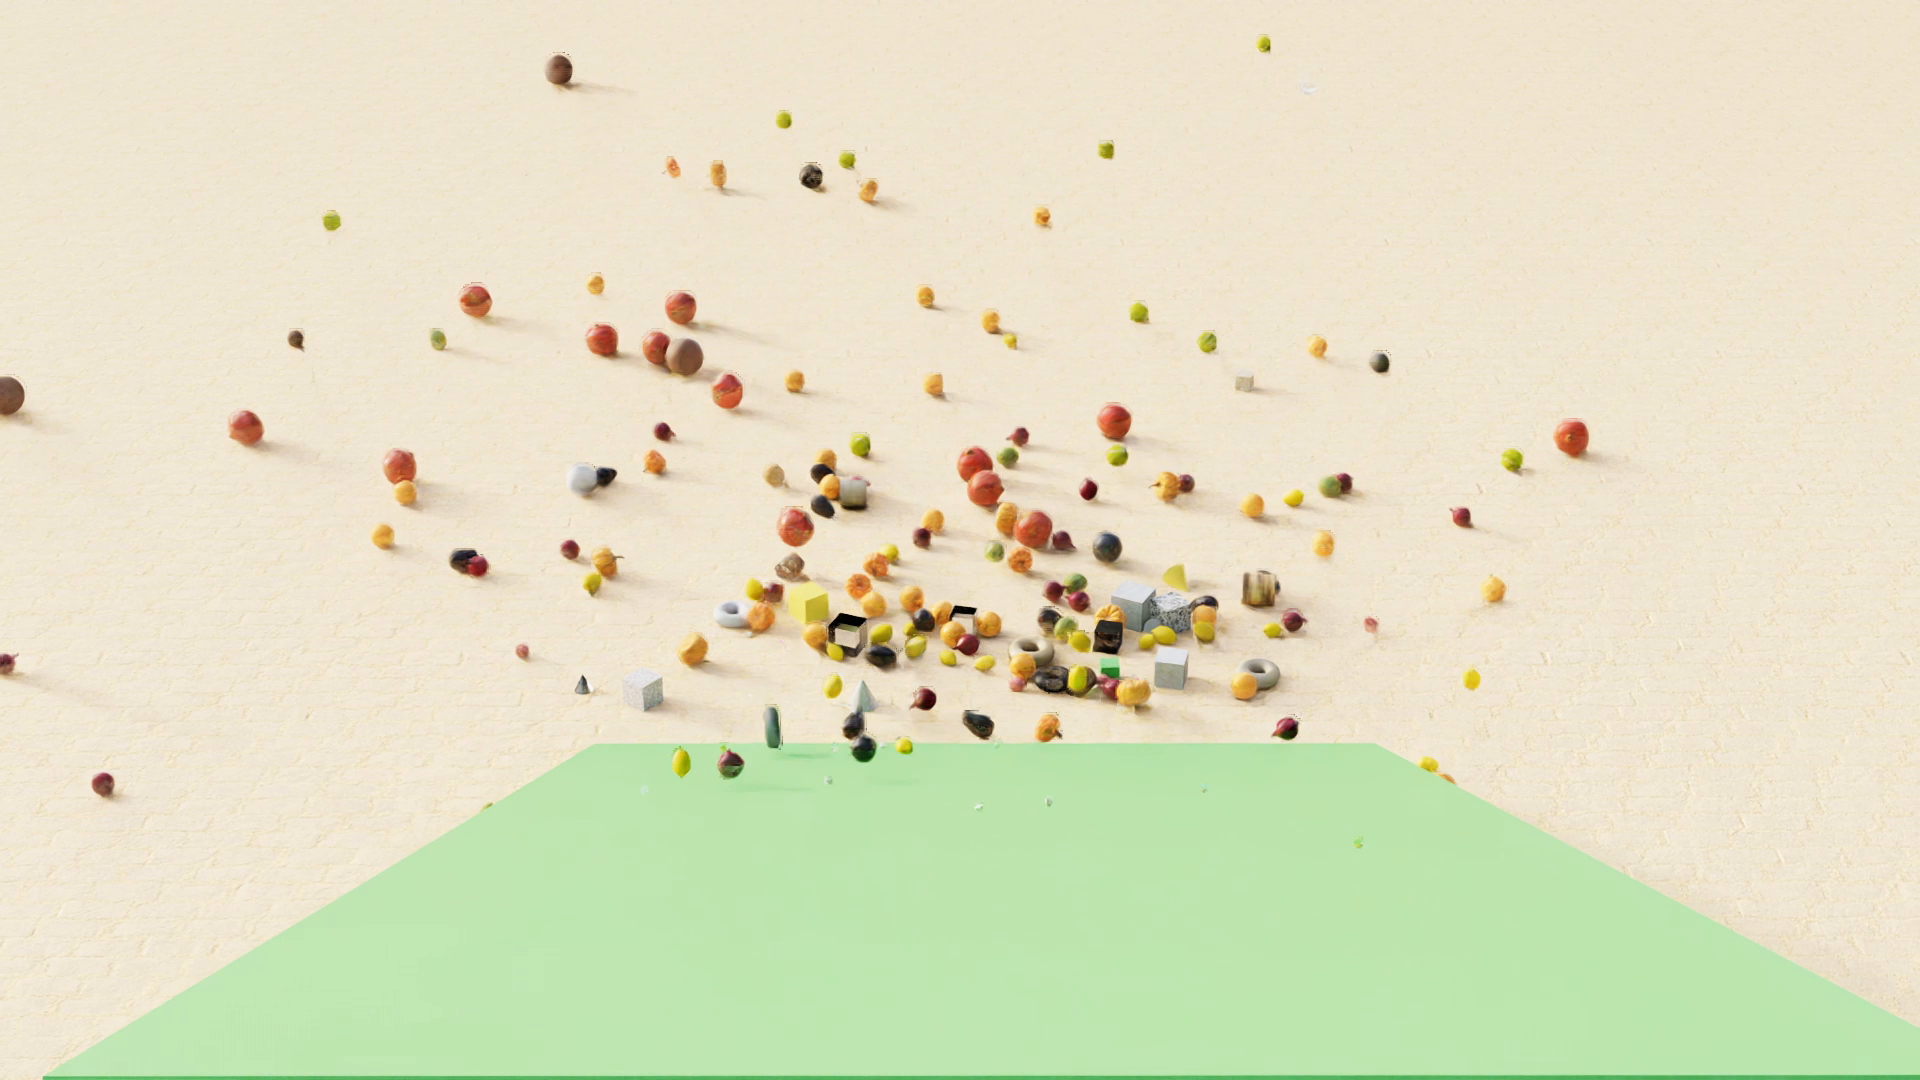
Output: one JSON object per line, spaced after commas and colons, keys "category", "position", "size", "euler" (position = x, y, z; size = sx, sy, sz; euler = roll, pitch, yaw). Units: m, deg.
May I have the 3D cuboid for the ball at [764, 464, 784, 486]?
{"category": "ball", "position": [-0.579, -0.201, 8.047], "size": [0.066, 0.066, 0.066], "euler": [0, 29, 0]}

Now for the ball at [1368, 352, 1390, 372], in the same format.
{"category": "ball", "position": [1.422, -0.602, 8.767], "size": [0.070, 0.070, 0.070], "euler": [0, 29, 0]}

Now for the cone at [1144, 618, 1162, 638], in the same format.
{"category": "cone", "position": [0.535, 0.246, 7.282], "size": [0.052, 0.052, 0.052], "euler": [-8, 3, -15]}

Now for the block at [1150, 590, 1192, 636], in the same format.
{"category": "block", "position": [0.594, 0.208, 7.290], "size": [0.083, 0.083, 0.083], "euler": [-16, 33, -26]}

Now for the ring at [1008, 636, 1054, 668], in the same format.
{"category": "ring", "position": [0.197, 0.309, 7.150], "size": [0.130, 0.043, 0.130], "euler": [-1, 29, 1]}

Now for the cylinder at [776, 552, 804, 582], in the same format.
{"category": "cylinder", "position": [-0.497, 0.079, 7.546], "size": [0.062, 0.062, 0.062], "euler": [13, 32, 23]}

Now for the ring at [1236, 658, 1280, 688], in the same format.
{"category": "ring", "position": [0.813, 0.364, 7.053], "size": [0.122, 0.041, 0.122], "euler": [-1, 28, 1]}

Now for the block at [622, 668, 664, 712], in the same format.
{"category": "block", "position": [-0.852, 0.402, 6.948], "size": [0.077, 0.077, 0.077], "euler": [21, 35, 33]}

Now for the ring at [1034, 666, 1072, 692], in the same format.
{"category": "ring", "position": [0.256, 0.378, 7.032], "size": [0.109, 0.036, 0.109], "euler": [-1, 28, 1]}

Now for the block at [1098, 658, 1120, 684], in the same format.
{"category": "block", "position": [0.408, 0.356, 7.056], "size": [0.051, 0.051, 0.051], "euler": [-1, 29, -3]}

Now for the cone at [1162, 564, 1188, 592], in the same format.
{"category": "cone", "position": [0.640, 0.123, 7.492], "size": [0.080, 0.080, 0.080], "euler": [-19, 61, -31]}

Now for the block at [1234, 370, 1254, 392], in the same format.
{"category": "block", "position": [0.953, -0.533, 8.660], "size": [0.052, 0.052, 0.052], "euler": [10, 31, 18]}

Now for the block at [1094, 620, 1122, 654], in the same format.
{"category": "block", "position": [0.412, 0.270, 7.195], "size": [0.066, 0.066, 0.066], "euler": [8, 30, 15]}

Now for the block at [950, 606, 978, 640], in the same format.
{"category": "block", "position": [0.010, 0.232, 7.264], "size": [0.067, 0.067, 0.067], "euler": [7, 30, 12]}

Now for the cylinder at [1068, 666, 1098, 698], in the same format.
{"category": "cylinder", "position": [0.331, 0.384, 6.995], "size": [0.062, 0.062, 0.062], "euler": [14, 32, 23]}

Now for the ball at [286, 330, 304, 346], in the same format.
{"category": "ball", "position": [-2.302, -0.698, 8.951], "size": [0.058, 0.058, 0.058], "euler": [0, 29, 0]}

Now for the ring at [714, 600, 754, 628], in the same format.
{"category": "ring", "position": [-0.642, 0.211, 7.332], "size": [0.116, 0.039, 0.116], "euler": [1, 30, 0]}

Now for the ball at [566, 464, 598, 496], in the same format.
{"category": "ball", "position": [-1.168, -0.184, 7.985], "size": [0.096, 0.096, 0.096], "euler": [0, 29, 0]}

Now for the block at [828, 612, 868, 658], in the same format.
{"category": "block", "position": [-0.312, 0.264, 7.189], "size": [0.083, 0.083, 0.083], "euler": [11, 31, 20]}

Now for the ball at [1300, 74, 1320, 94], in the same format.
{"category": "ball", "position": [1.519, -1.979, 11.232], "size": [0.088, 0.088, 0.088], "euler": [0, 29, 0]}

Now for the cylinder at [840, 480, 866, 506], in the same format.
{"category": "cylinder", "position": [-0.326, -0.142, 7.924], "size": [0.081, 0.081, 0.081], "euler": [-1, 29, -2]}

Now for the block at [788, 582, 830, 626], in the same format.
{"category": "block", "position": [-0.429, 0.180, 7.342], "size": [0.081, 0.081, 0.081], "euler": [-20, 35, -32]}

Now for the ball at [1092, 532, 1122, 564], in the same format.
{"category": "ball", "position": [0.433, 0.023, 7.616], "size": [0.091, 0.091, 0.091], "euler": [0, 29, 0]}

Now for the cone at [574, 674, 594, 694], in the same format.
{"category": "cone", "position": [-1.021, 0.384, 7.006], "size": [0.051, 0.051, 0.051], "euler": [0, 29, 0]}

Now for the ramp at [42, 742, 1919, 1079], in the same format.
{"category": "ramp", "position": [0.065, 0.583, 4.630], "size": [2.000, 0.100, 4.000], "euler": [0, 0, 0]}

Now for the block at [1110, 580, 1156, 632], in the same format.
{"category": "block", "position": [0.489, 0.188, 7.313], "size": [0.096, 0.096, 0.096], "euler": [14, 32, 24]}

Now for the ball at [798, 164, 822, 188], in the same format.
{"category": "ball", "position": [-0.591, -1.442, 10.256], "size": [0.095, 0.095, 0.095], "euler": [0, 29, 0]}

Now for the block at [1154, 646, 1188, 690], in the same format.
{"category": "block", "position": [0.575, 0.349, 7.038], "size": [0.080, 0.080, 0.080], "euler": [7, 30, 12]}

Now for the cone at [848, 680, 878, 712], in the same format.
{"category": "cone", "position": [-0.262, 0.406, 6.932], "size": [0.084, 0.084, 0.084], "euler": [0, 29, 0]}

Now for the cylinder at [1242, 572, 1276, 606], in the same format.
{"category": "cylinder", "position": [0.855, 0.142, 7.399], "size": [0.094, 0.094, 0.094], "euler": [4, 29, 7]}

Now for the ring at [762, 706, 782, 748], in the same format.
{"category": "ring", "position": [-0.457, 0.456, 6.281], "size": [0.035, 0.104, 0.104], "euler": [-9, 29, -2]}
